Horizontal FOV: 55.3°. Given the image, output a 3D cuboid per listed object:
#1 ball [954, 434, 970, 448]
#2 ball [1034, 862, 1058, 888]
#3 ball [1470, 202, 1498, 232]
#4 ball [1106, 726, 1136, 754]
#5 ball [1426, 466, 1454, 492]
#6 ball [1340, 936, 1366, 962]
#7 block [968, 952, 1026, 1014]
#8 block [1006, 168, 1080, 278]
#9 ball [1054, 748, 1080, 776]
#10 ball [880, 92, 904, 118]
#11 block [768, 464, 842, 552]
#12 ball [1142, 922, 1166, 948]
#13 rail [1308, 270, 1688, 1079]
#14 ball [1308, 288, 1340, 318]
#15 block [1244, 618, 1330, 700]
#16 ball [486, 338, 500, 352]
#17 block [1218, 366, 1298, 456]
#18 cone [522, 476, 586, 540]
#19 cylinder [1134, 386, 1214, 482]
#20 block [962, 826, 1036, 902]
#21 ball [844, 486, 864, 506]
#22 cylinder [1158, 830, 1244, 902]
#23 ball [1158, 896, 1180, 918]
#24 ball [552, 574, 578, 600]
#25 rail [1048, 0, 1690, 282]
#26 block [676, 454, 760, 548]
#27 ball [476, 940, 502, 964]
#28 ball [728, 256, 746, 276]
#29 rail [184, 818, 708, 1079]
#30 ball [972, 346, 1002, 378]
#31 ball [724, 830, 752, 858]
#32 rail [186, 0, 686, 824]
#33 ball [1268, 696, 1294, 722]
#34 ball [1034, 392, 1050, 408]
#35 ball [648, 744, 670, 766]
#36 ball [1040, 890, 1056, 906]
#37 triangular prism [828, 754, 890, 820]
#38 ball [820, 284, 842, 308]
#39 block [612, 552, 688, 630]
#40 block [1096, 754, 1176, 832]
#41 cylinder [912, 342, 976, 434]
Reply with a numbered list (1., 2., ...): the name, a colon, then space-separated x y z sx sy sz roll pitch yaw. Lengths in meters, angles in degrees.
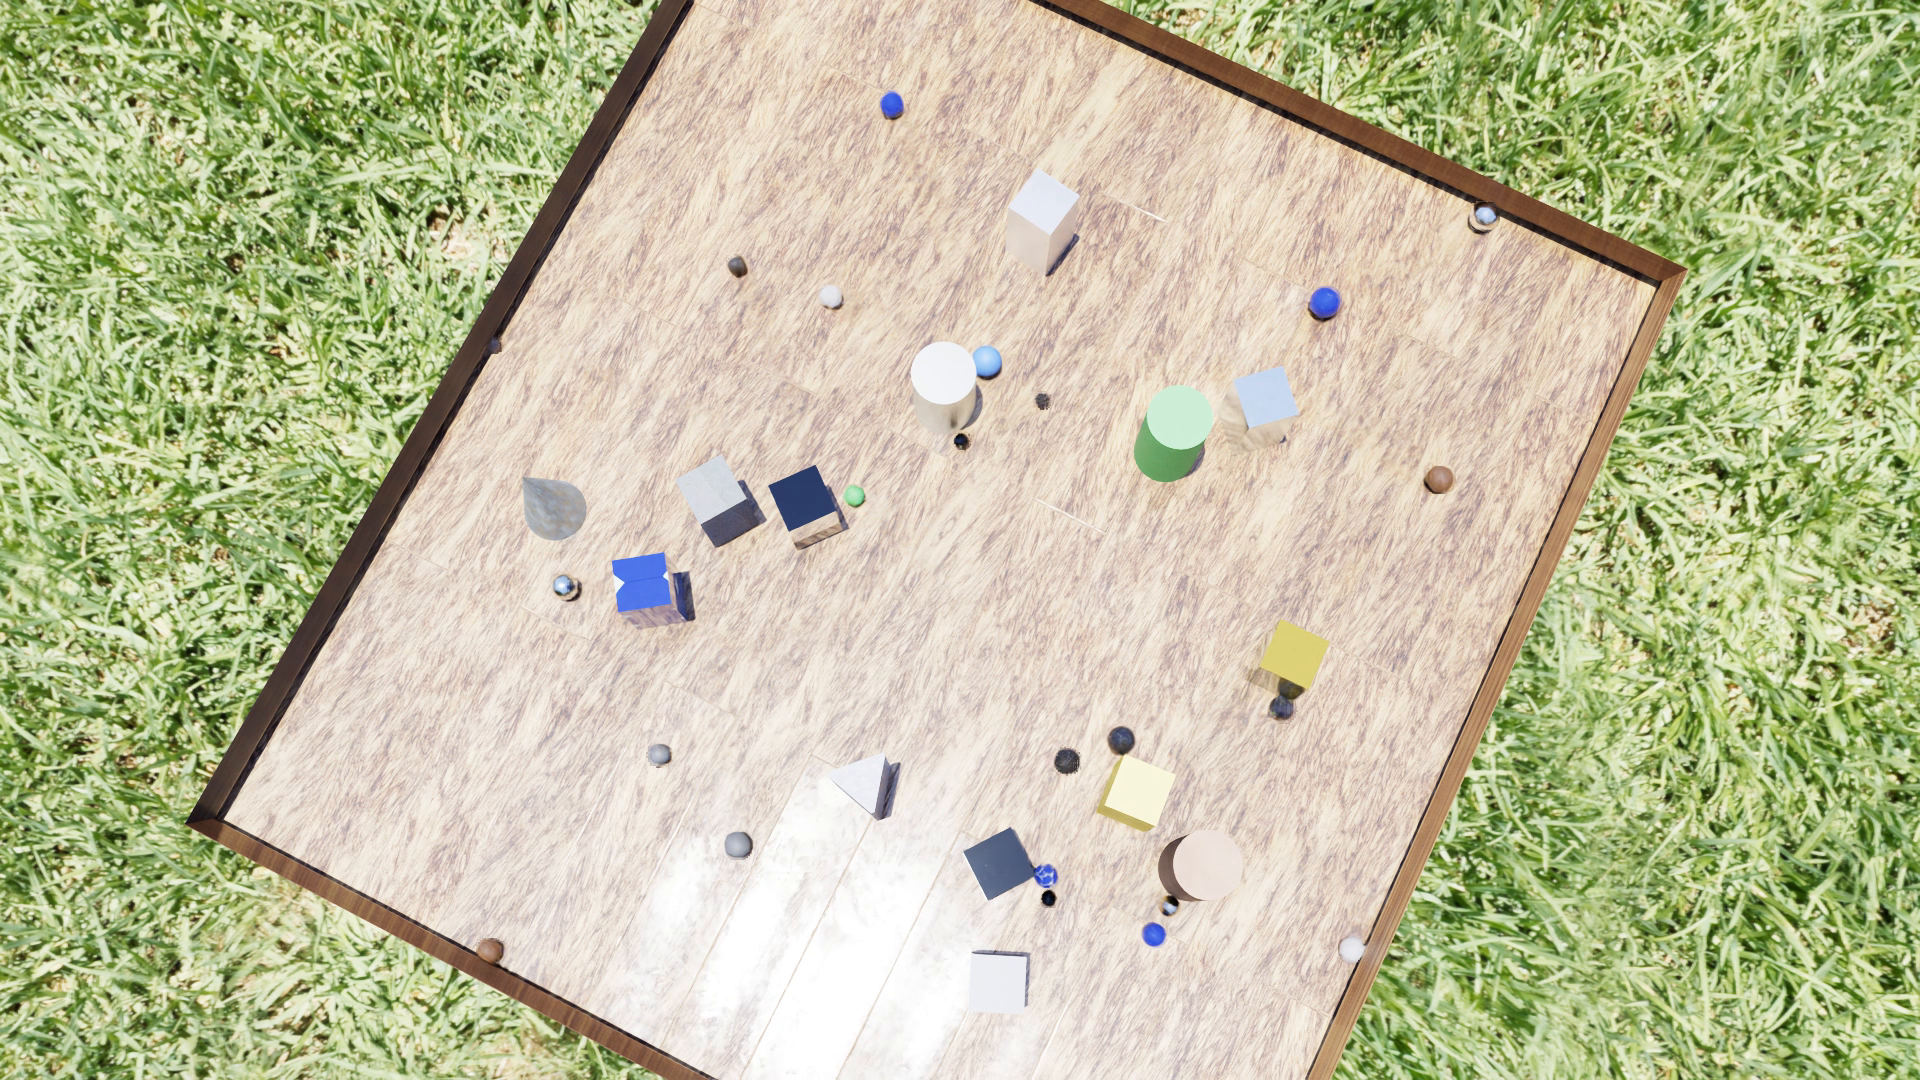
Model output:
1. ball: 0.004 -0.306 5.655 0.049 0.049 0.049 0 78 0
2. ball: 0.252 0.983 5.376 0.072 0.072 0.072 0 78 0
3. ball: 1.653 -1.020 5.782 0.089 0.089 0.089 0 78 0
4. ball: 0.479 0.596 5.449 0.086 0.086 0.086 0 78 0
5. ball: 1.470 -0.188 5.613 0.083 0.083 0.083 0 78 0
6. ball: 1.141 1.191 5.332 0.074 0.074 0.074 0 78 0
7. block: 0.103 1.254 5.195 0.153 0.317 0.153 3 78 1
8. block: 0.250 -0.971 5.632 0.153 0.363 0.153 35 80 7
9. ball: 0.318 0.658 5.440 0.078 0.078 0.078 0 78 0
10. ball: -0.217 -1.393 5.865 0.077 0.077 0.077 0 78 0
11. block: -0.461 -0.094 5.491 0.153 0.283 0.153 -24 79 -5
12. ball: 0.564 1.150 5.342 0.071 0.071 0.071 0 78 0
13. rail: 1.441 0.712 5.405 0.045 0.124 3.536 26 80 5
14. ball: 1.138 -0.741 5.721 0.095 0.095 0.095 0 78 0
15. block: 0.959 0.356 5.393 0.153 0.292 0.153 25 79 5
16. ball: -1.457 -0.609 5.720 0.045 0.045 0.045 0 78 0
17. block: 0.894 -0.384 5.521 0.153 0.342 0.153 -16 79 -3
18. cone: -1.244 -0.136 5.419 0.191 0.442 0.191 0 78 0
19. cylinder: 0.633 -0.312 5.474 0.191 0.406 0.191 0 78 0
20. block: 0.111 0.939 5.298 0.153 0.242 0.153 -27 80 -5
21. ball: -0.323 -0.135 5.613 0.062 0.062 0.062 0 78 0
22. cylinder: 0.680 0.931 5.218 0.191 0.404 0.191 0 78 0
23. ball: 0.612 1.071 5.363 0.063 0.063 0.063 0 78 0
24. ball: -1.196 0.142 5.546 0.081 0.081 0.081 0 78 0
25. rail: 0.780 -1.521 5.867 3.270 0.124 0.045 26 80 5
26. block: -0.721 -0.112 5.465 0.153 0.341 0.153 -30 80 -6
27. ball: -1.370 1.198 5.333 0.070 0.070 0.070 0 78 0
28. ball: -0.702 -0.863 5.765 0.058 0.058 0.058 0 78 0
29. rail: -0.780 1.534 5.235 3.270 0.124 0.045 26 80 5
30. ball: 0.081 -0.553 5.682 0.096 0.096 0.096 0 78 0
31. ball: -0.655 0.896 5.391 0.080 0.080 0.080 0 78 0
32. rail: -1.441 -0.699 5.697 0.045 0.124 3.536 26 80 5
33. ball: 0.960 0.504 5.472 0.078 0.078 0.078 0 78 0
34. ball: 0.255 -0.433 5.683 0.046 0.046 0.046 0 78 0
35. ball: -0.894 0.637 5.452 0.064 0.064 0.064 0 78 0
36. ball: 0.260 1.050 5.374 0.048 0.048 0.048 0 78 0
37. triangular prism: -0.256 0.686 5.261 0.166 0.418 0.144 40 81 8
38. ball: -0.403 -0.763 5.738 0.071 0.071 0.071 0 78 0
39. block: -0.914 0.154 5.419 0.153 0.325 0.153 -9 78 -2
40. block: 0.504 0.734 5.286 0.153 0.350 0.153 22 79 4
41. cylinder: -0.048 -0.456 5.539 0.191 0.336 0.191 0 78 0
